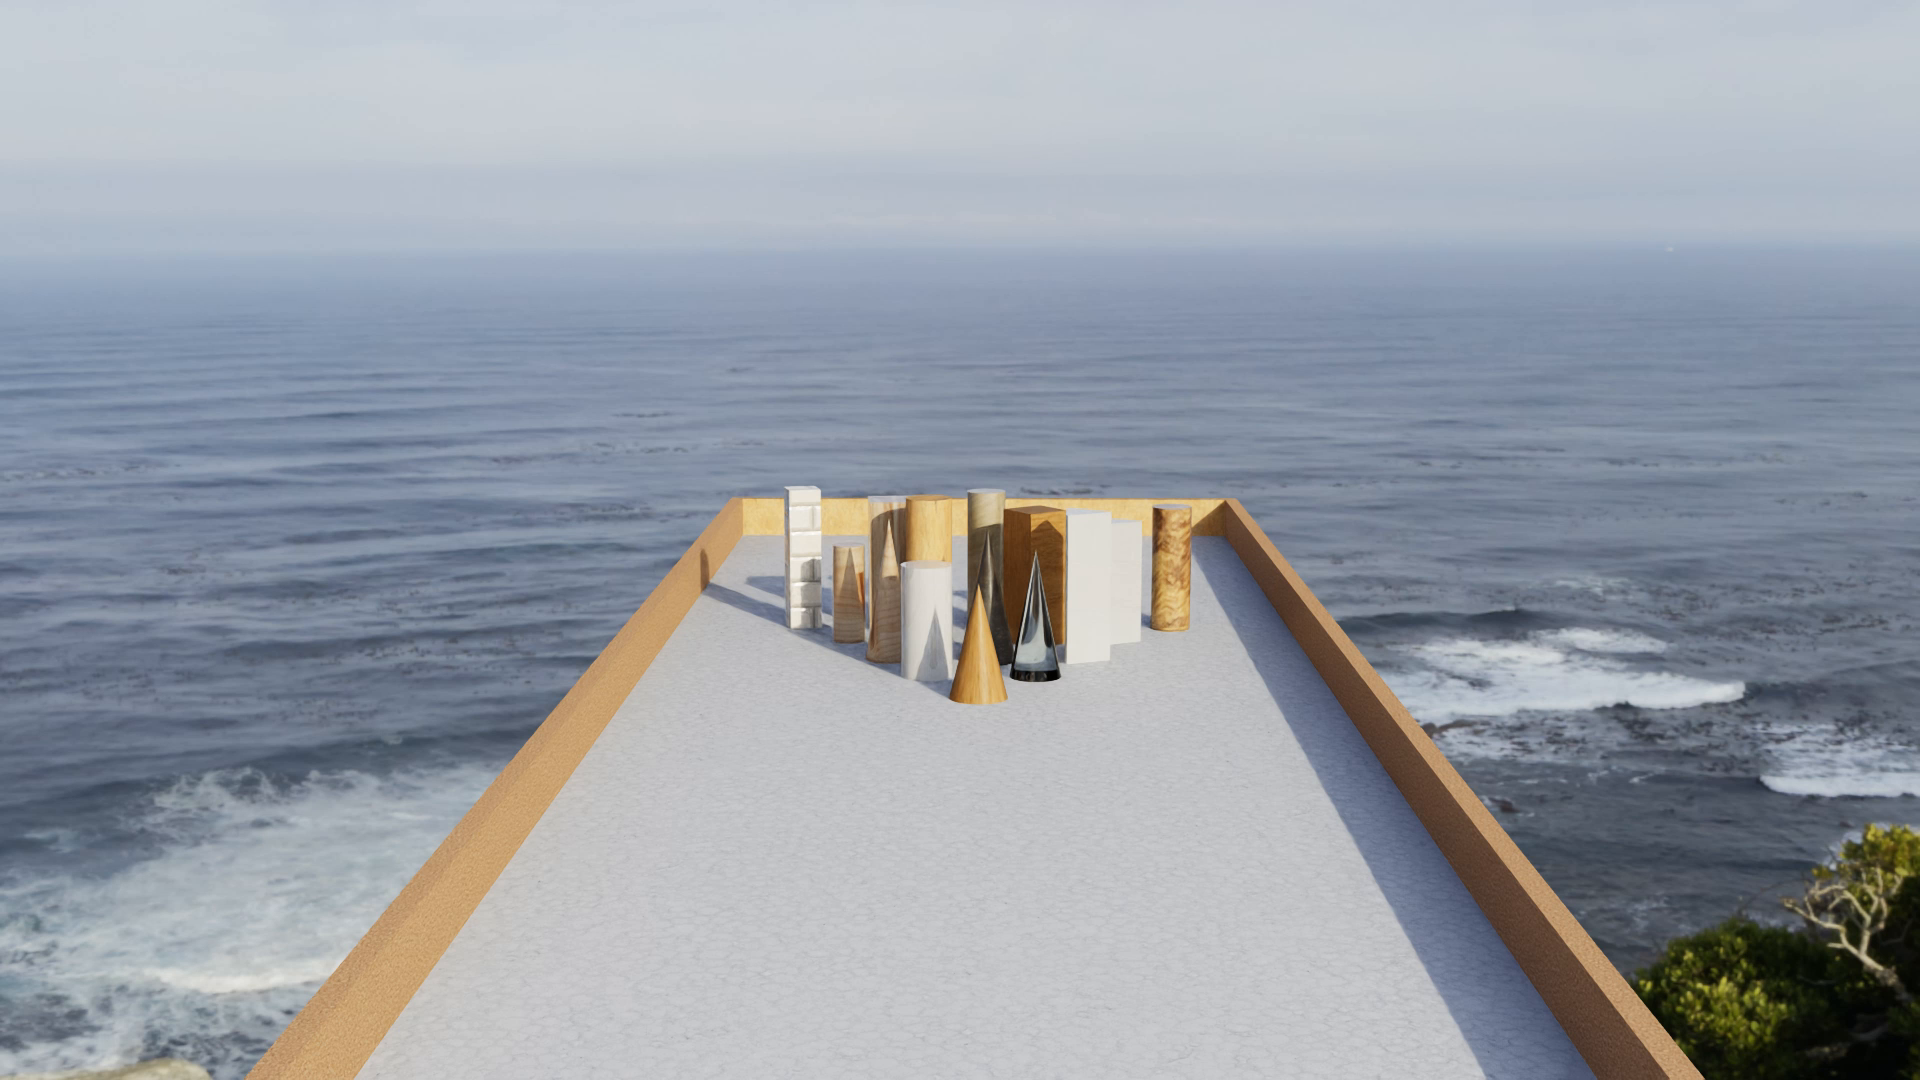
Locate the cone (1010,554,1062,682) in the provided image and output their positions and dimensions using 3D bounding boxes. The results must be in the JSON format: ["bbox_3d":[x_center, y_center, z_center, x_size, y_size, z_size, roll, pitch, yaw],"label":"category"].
[{"bbox_3d":[0.222,0.214,6.444,0.153,0.381,0.153,0,9,0],"label":"cone"}]

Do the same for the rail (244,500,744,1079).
[{"bbox_3d":[-1.004,0.839,3.234,0.050,0.150,12.000,0,9,1],"label":"rail"}]

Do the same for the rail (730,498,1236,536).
[{"bbox_3d":[0.099,-0.098,9.147,2.100,0.150,0.050,0,9,1],"label":"rail"}]

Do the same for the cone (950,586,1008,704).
[{"bbox_3d":[0.052,0.284,6.175,0.166,0.327,0.166,0,9,0],"label":"cone"}]

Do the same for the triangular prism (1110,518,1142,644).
[{"bbox_3d":[0.495,0.128,6.974,0.123,0.385,0.107,-5,10,-28],"label":"triangular prism"}]

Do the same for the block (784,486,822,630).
[{"bbox_3d":[-0.514,0.056,7.199,0.102,0.456,0.102,-2,9,-14],"label":"block"}]

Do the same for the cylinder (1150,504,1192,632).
[{"bbox_3d":[0.687,0.089,7.163,0.128,0.401,0.128,0,9,0],"label":"cylinder"}]

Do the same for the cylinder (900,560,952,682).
[{"bbox_3d":[-0.098,0.236,6.458,0.153,0.333,0.153,0,9,0],"label":"cylinder"}]

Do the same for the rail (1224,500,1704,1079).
[{"bbox_3d":[1.046,0.843,3.208,0.050,0.150,12.000,0,9,1],"label":"rail"}]

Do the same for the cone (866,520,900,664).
[{"bbox_3d":[-0.215,0.148,6.688,0.148,0.433,0.148,0,9,0],"label":"cone"}]

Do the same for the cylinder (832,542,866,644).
[{"bbox_3d":[-0.352,0.167,6.971,0.101,0.309,0.101,0,9,0],"label":"cylinder"}]

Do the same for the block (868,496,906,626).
[{"bbox_3d":[-0.217,0.072,7.219,0.164,0.418,0.164,-1,9,-3],"label":"block"}]

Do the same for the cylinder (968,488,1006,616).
[{"bbox_3d":[0.086,0.059,7.214,0.125,0.445,0.125,0,9,0],"label":"cylinder"}]

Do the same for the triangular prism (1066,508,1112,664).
[{"bbox_3d":[0.360,0.136,6.698,0.154,0.455,0.133,-4,10,-25],"label":"triangular prism"}]

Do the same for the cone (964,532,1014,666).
[{"bbox_3d":[0.084,0.164,6.666,0.173,0.410,0.173,0,9,0],"label":"cone"}]

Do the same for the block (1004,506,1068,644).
[{"bbox_3d":[0.237,0.114,6.933,0.144,0.424,0.144,-6,11,-34],"label":"block"}]

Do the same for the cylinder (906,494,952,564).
[{"bbox_3d":[-0.098,0.094,6.947,0.145,0.460,0.145,0,9,0],"label":"cylinder"}]
